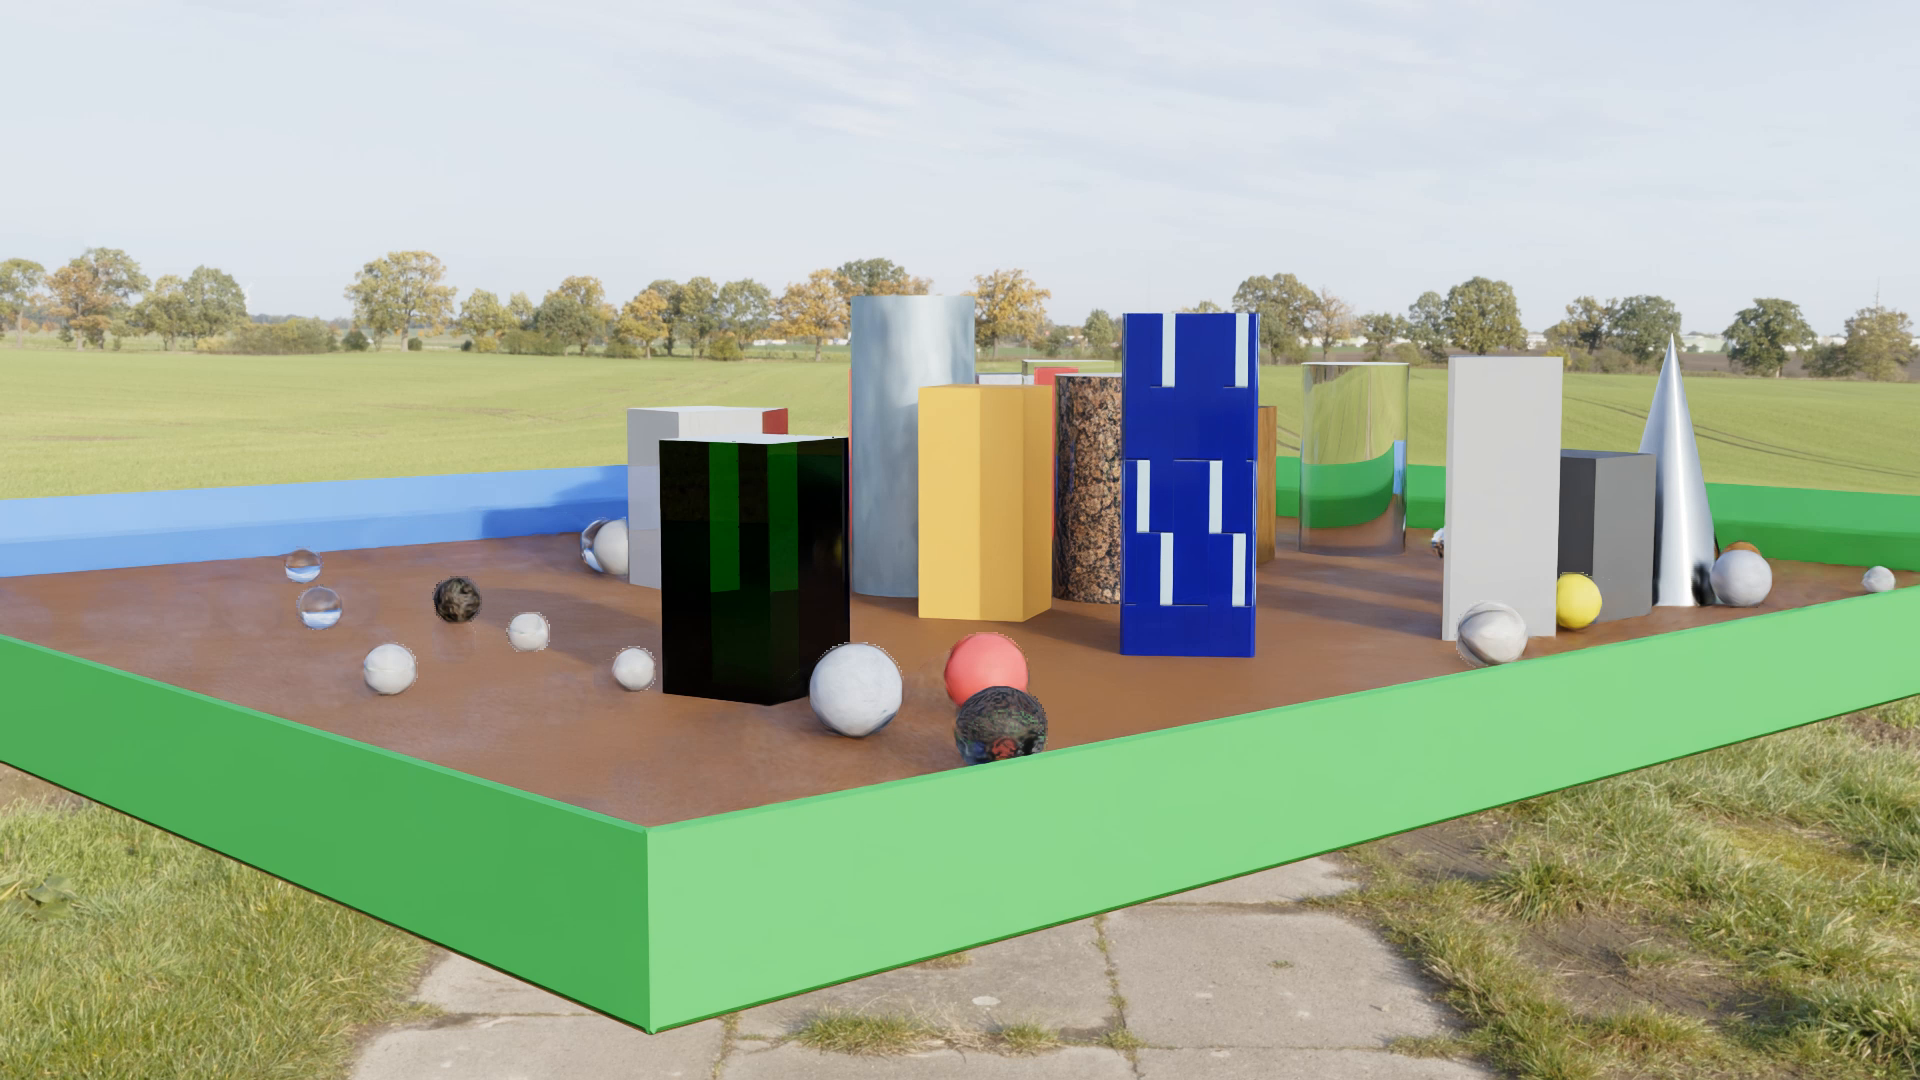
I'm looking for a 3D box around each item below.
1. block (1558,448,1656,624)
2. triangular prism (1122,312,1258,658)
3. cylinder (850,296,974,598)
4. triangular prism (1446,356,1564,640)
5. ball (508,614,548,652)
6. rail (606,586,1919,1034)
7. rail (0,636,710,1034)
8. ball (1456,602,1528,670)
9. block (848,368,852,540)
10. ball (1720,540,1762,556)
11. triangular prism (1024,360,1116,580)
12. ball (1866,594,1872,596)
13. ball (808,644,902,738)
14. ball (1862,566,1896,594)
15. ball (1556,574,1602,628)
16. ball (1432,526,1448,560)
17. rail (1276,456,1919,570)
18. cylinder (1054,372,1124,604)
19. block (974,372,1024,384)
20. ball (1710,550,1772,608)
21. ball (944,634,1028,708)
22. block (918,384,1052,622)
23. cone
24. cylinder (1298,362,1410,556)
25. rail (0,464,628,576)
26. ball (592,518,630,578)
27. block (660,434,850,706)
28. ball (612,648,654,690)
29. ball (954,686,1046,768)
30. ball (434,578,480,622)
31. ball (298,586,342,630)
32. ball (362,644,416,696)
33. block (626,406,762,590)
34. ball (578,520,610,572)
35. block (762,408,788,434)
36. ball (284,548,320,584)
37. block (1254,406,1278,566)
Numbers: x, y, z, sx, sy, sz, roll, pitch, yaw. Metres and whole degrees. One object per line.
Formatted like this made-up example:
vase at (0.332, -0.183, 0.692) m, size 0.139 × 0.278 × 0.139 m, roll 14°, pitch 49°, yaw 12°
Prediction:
block at (0.905, -0.009, 3.225) m, size 0.157 × 0.236 × 0.157 m, roll -5°, pitch 8°, yaw -41°
triangular prism at (0.302, -0.077, 2.890) m, size 0.170 × 0.440 × 0.147 m, roll 1°, pitch 6°, yaw 7°
cylinder at (-0.074, -0.153, 3.493) m, size 0.196 × 0.466 × 0.196 m, roll 0°, pitch 6°, yaw 0°
triangular prism at (0.716, -0.063, 3.046) m, size 0.170 × 0.381 × 0.147 m, roll -2°, pitch 6°, yaw -17°
ball at (-0.564, 0.121, 2.872) m, size 0.051 × 0.051 × 0.051 m, roll 0°, pitch 6°, yaw 0°
rail at (0.891, 0.134, 2.372) m, size 2.987 × 0.127 × 0.045 m, roll -5°, pitch 8°, yaw -42°
rail at (-1.080, 0.137, 2.341) m, size 0.045 × 0.127 × 2.675 m, roll -5°, pitch 8°, yaw -42°
ball at (0.659, 0.119, 2.726) m, size 0.085 × 0.085 × 0.085 m, roll 0°, pitch 6°, yaw 0°
block at (-0.128, -0.171, 4.313) m, size 0.157 × 0.333 × 0.157 m, roll 1°, pitch 6°, yaw 6°
ball at (1.211, 0.034, 3.413) m, size 0.066 × 0.066 × 0.066 m, roll 0°, pitch 6°, yaw 0°
triangular prism at (0.148, -0.121, 3.700) m, size 0.170 × 0.360 × 0.147 m, roll -4°, pitch 7°, yaw -32°
ball at (1.306, 0.097, 3.144) m, size 0.041 × 0.041 × 0.041 m, roll 0°, pitch 6°, yaw 0°
ball at (-0.109, 0.157, 2.296) m, size 0.098 × 0.098 × 0.098 m, roll 0°, pitch 6°, yaw 0°
ball at (1.432, 0.065, 3.428) m, size 0.047 × 0.047 × 0.047 m, roll 0°, pitch 6°, yaw 0°
ball at (0.851, 0.085, 3.052) m, size 0.076 × 0.076 × 0.076 m, roll 0°, pitch 6°, yaw 0°
ball at (0.874, 0.006, 3.926) m, size 0.061 × 0.061 × 0.061 m, roll 0°, pitch 6°, yaw 0°
rail at (1.080, -0.070, 4.323) m, size 0.045 × 0.127 × 2.675 m, roll -5°, pitch 8°, yaw -42°
cylinder at (0.244, -0.084, 3.421) m, size 0.196 × 0.345 × 0.196 m, roll 0°, pitch 6°, yaw 0°
block at (0.094, -0.175, 4.423) m, size 0.157 × 0.318 × 0.157 m, roll -2°, pitch 6°, yaw -15°
ball at (1.170, 0.058, 3.294) m, size 0.088 × 0.088 × 0.088 m, roll 0°, pitch 6°, yaw 0°
ball at (0.029, 0.149, 2.410) m, size 0.092 × 0.092 × 0.092 m, roll 0°, pitch 6°, yaw 0°
block at (0.038, -0.059, 3.231) m, size 0.157 × 0.334 × 0.157 m, roll 2°, pitch 6°, yaw 17°
cone at (1.093, -0.115, 3.396) m, size 0.196 × 0.411 × 0.196 m, roll 0°, pitch 6°, yaw 0°
cylinder at (0.727, -0.152, 4.061) m, size 0.196 × 0.347 × 0.196 m, roll 0°, pitch 6°, yaw 0°
rail at (-0.891, -0.067, 4.292) m, size 2.987 × 0.127 × 0.045 m, roll -5°, pitch 8°, yaw -42°
ball at (-0.558, 0.013, 3.632) m, size 0.096 × 0.096 × 0.096 m, roll 0°, pitch 6°, yaw 0°
block at (-0.239, 0.029, 2.573) m, size 0.157 × 0.296 × 0.157 m, roll 4°, pitch 7°, yaw 32°
ball at (-0.381, 0.151, 2.567) m, size 0.049 × 0.049 × 0.049 m, roll 0°, pitch 6°, yaw 0°
ball at (0.039, 0.183, 2.097) m, size 0.088 × 0.088 × 0.088 m, roll 0°, pitch 6°, yaw 0°
ball at (-0.718, 0.086, 3.139) m, size 0.065 × 0.065 × 0.065 m, roll 0°, pitch 6°, yaw 0°
ball at (-0.894, 0.095, 3.071) m, size 0.060 × 0.060 × 0.060 m, roll 0°, pitch 6°, yaw 0°
ball at (-0.661, 0.151, 2.546) m, size 0.059 × 0.059 × 0.059 m, roll 0°, pitch 6°, yaw 0°
block at (-0.429, -0.070, 3.565) m, size 0.157 × 0.286 × 0.157 m, roll -5°, pitch 8°, yaw -39°
ball at (-0.602, 0.010, 3.739) m, size 0.091 × 0.091 × 0.091 m, roll 0°, pitch 6°, yaw 0°
block at (-0.398, -0.093, 3.855) m, size 0.157 × 0.272 × 0.157 m, roll 1°, pitch 6°, yaw 12°
ball at (-1.074, 0.042, 3.594) m, size 0.057 × 0.057 × 0.057 m, roll 0°, pitch 6°, yaw 0°
block at (0.464, -0.099, 3.904) m, size 0.157 × 0.274 × 0.157 m, roll 2°, pitch 6°, yaw 23°
